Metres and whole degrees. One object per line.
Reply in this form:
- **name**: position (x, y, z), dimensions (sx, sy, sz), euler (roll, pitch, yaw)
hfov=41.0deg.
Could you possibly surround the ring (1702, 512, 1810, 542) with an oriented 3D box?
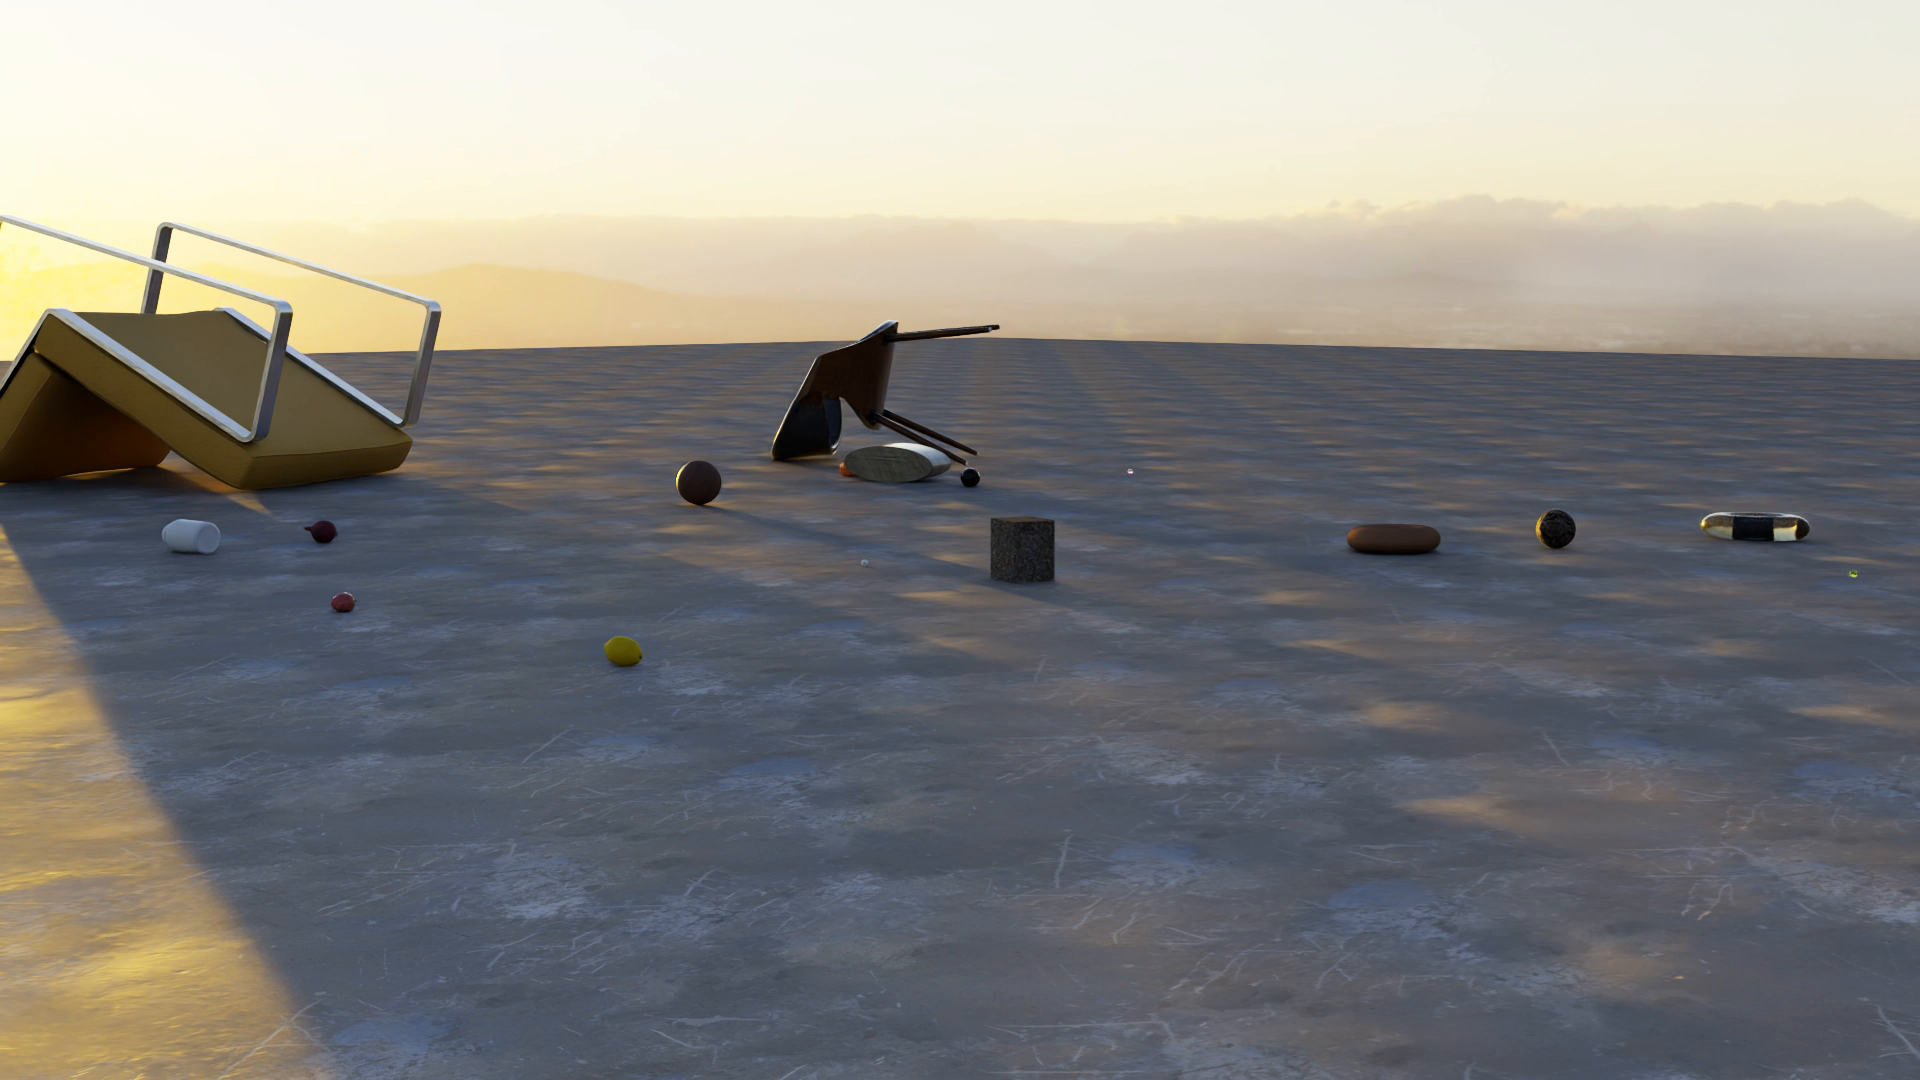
- **ring**: position (1.996, -0.034, 6.440), dimensions (0.270, 0.062, 0.144), euler (3, 8, 34)

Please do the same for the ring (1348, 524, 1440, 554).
- **ring**: position (1.041, -0.004, 6.159), dimensions (0.222, 0.060, 0.230), euler (2, 5, 27)

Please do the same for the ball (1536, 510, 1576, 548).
- **ball**: position (1.444, -0.026, 6.214), dimensions (0.093, 0.093, 0.093), euler (0, 6, 0)

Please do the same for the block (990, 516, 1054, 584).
- **block**: position (0.136, 0.021, 5.567), dimensions (0.099, 0.132, 0.109), euler (-3, 7, -26)

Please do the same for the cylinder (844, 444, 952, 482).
- **cylinder**: position (-0.201, -0.250, 8.282), dimensions (0.308, 0.114, 0.163), euler (5, 7, 21)
